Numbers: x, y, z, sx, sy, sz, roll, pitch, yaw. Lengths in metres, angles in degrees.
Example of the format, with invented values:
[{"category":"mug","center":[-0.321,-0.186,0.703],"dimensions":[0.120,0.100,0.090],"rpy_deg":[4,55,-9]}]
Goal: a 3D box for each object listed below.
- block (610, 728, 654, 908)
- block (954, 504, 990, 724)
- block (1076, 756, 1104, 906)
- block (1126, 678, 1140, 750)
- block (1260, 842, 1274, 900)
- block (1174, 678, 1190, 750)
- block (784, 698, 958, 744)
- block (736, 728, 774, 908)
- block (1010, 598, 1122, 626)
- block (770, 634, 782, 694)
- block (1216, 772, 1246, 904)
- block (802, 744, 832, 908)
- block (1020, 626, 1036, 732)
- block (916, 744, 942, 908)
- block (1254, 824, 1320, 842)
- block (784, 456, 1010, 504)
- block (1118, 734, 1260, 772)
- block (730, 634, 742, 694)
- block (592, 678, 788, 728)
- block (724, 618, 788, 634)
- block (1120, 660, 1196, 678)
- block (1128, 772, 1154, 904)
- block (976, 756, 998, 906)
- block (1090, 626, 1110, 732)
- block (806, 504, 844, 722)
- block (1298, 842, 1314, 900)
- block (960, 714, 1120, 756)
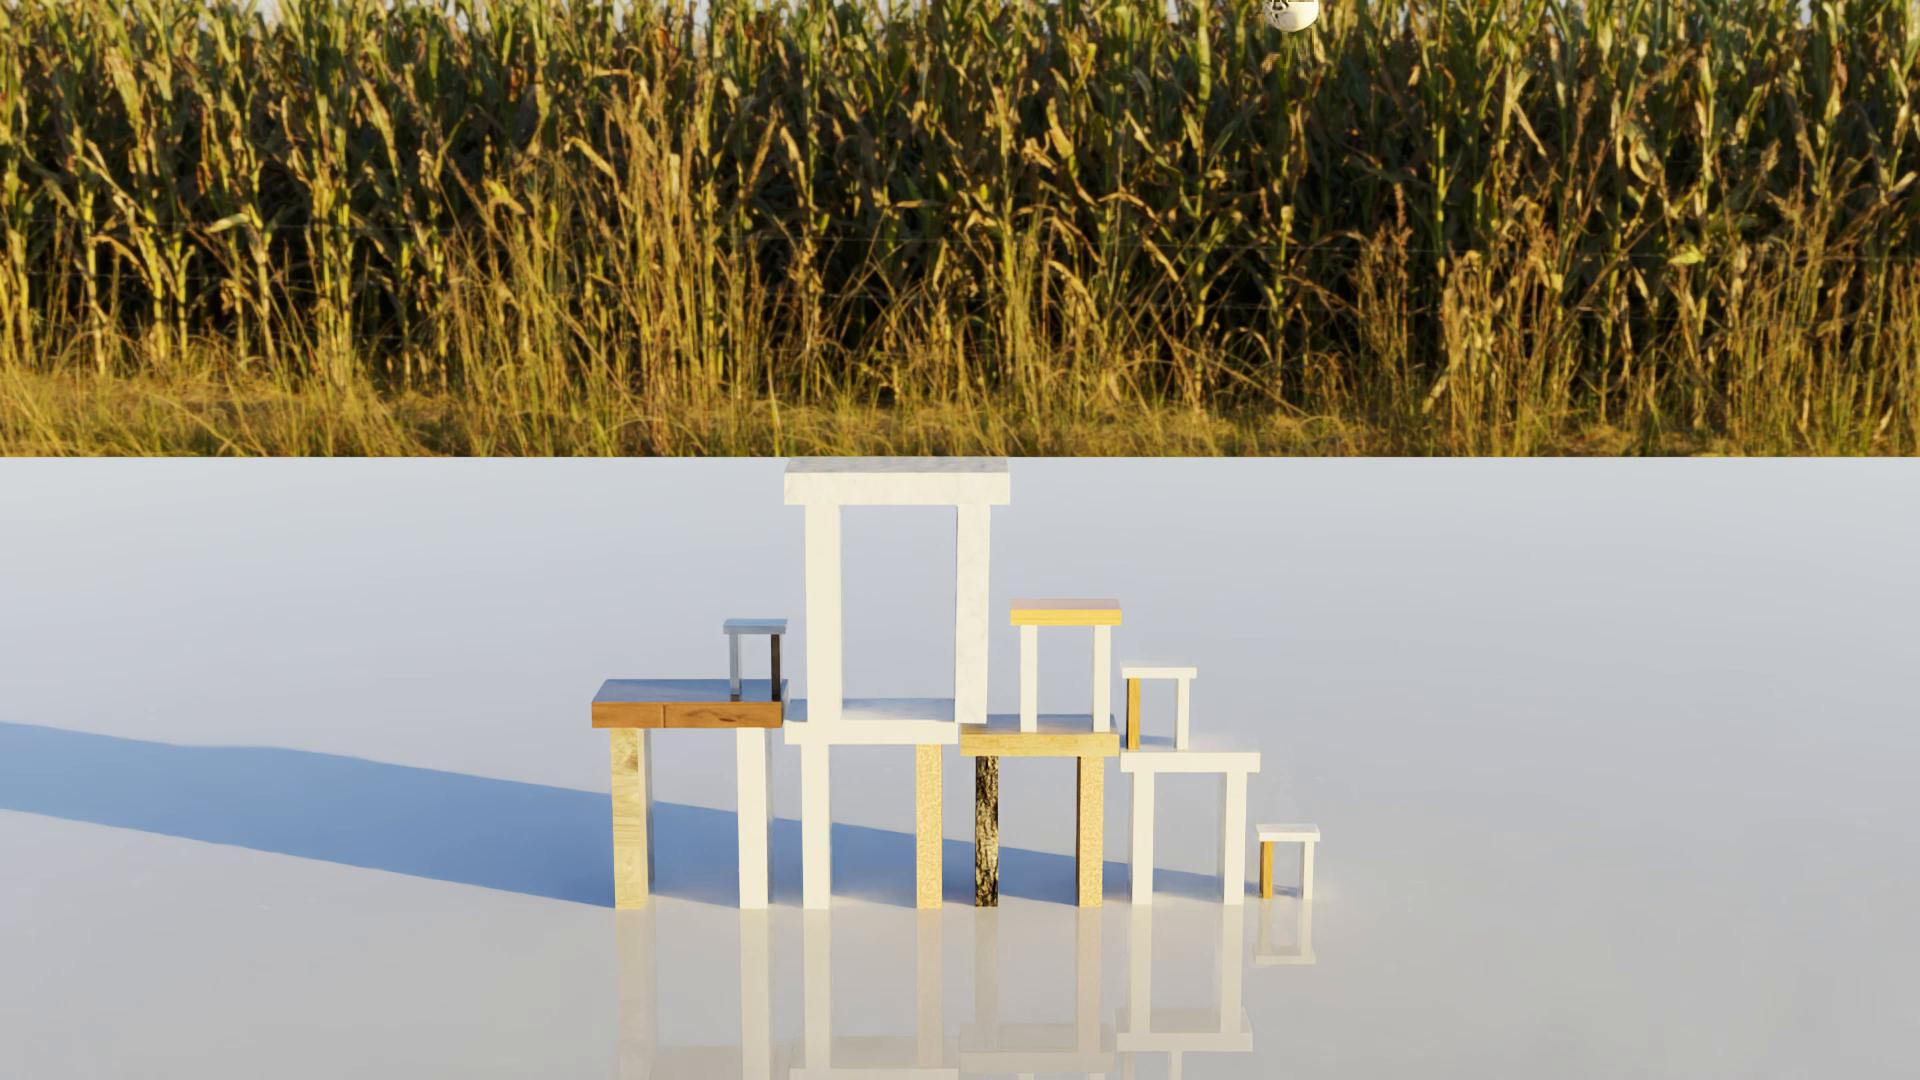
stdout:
[{"category":"block","center":[-0.542,0.439,3.645],"dimensions":[0.043,0.305,0.153],"rpy_deg":[0,11,0]},{"category":"block","center":[0.018,0.103,3.578],"dimensions":[0.050,0.355,0.177],"rpy_deg":[1,11,-1]},{"category":"block","center":[0.214,0.464,3.647],"dimensions":[0.036,0.256,0.128],"rpy_deg":[0,11,0]},{"category":"block","center":[0.284,0.278,3.611],"dimensions":[0.017,0.120,0.060],"rpy_deg":[0,11,0]},{"category":"block","center":[0.509,0.541,3.659],"dimensions":[0.014,0.100,0.050],"rpy_deg":[0,11,0]},{"category":"block","center":[0.364,0.278,3.611],"dimensions":[0.017,0.120,0.060],"rpy_deg":[0,11,0]},{"category":"block","center":[-0.144,0.297,3.611],"dimensions":[0.279,0.040,0.140],"rpy_deg":[0,11,0]},{"category":"block","center":[-0.338,0.439,3.645],"dimensions":[0.043,0.305,0.153],"rpy_deg":[0,11,0]},{"category":"block","center":[0.170,0.117,3.578],"dimensions":[0.177,0.025,0.089],"rpy_deg":[0,10,0]},{"category":"block","center":[-0.300,0.198,3.597],"dimensions":[0.014,0.101,0.050],"rpy_deg":[0,11,0]},{"category":"block","center":[0.450,0.478,3.653],"dimensions":[0.032,0.226,0.113],"rpy_deg":[0,11,0]},{"category":"block","center":[-0.236,0.453,3.640],"dimensions":[0.040,0.279,0.139],"rpy_deg":[0,11,0]},{"category":"block","center":[0.111,0.216,3.596],"dimensions":[0.025,0.177,0.089],"rpy_deg":[0,10,0]},{"category":"block","center":[-0.050,0.453,3.641],"dimensions":[0.040,0.279,0.140],"rpy_deg":[0,11,0]},{"category":"block","center":[0.543,0.485,3.648],"dimensions":[0.100,0.014,0.050],"rpy_deg":[0,11,0]},{"category":"block","center":[-0.099,-0.096,3.541],"dimensions":[0.355,0.050,0.177],"rpy_deg":[0,11,0]},{"category":"block","center":[0.375,0.351,3.630],"dimensions":[0.226,0.032,0.113],"rpy_deg":[0,11,0]},{"category":"block","center":[-0.367,0.198,3.597],"dimensions":[0.014,0.101,0.050],"rpy_deg":[0,11,0]},{"category":"block","center":[-0.440,0.268,3.613],"dimensions":[0.305,0.043,0.153],"rpy_deg":[0,11,0]},{"category":"block","center":[-0.333,0.141,3.586],"dimensions":[0.101,0.014,0.050],"rpy_deg":[0,11,0]},{"category":"block","center":[0.324,0.210,3.598],"dimensions":[0.120,0.017,0.060],"rpy_deg":[0,11,0]},{"category":"block","center":[0.300,0.478,3.653],"dimensions":[0.032,0.226,0.113],"rpy_deg":[0,11,0]},{"category":"block","center":[0.044,0.464,3.647],"dimensions":[0.036,0.256,0.128],"rpy_deg":[0,11,0]},{"category":"block","center":[0.229,0.216,3.597],"dimensions":[0.025,0.177,0.089],"rpy_deg":[0,10,0]},{"category":"block","center":[-0.219,0.102,3.579],"dimensions":[0.050,0.355,0.177],"rpy_deg":[0,11,0]},{"category":"block","center":[0.576,0.541,3.659],"dimensions":[0.014,0.100,0.050],"rpy_deg":[0,11,0]},{"category":"block","center":[0.129,0.321,3.620],"dimensions":[0.256,0.036,0.128],"rpy_deg":[0,11,0]}]
